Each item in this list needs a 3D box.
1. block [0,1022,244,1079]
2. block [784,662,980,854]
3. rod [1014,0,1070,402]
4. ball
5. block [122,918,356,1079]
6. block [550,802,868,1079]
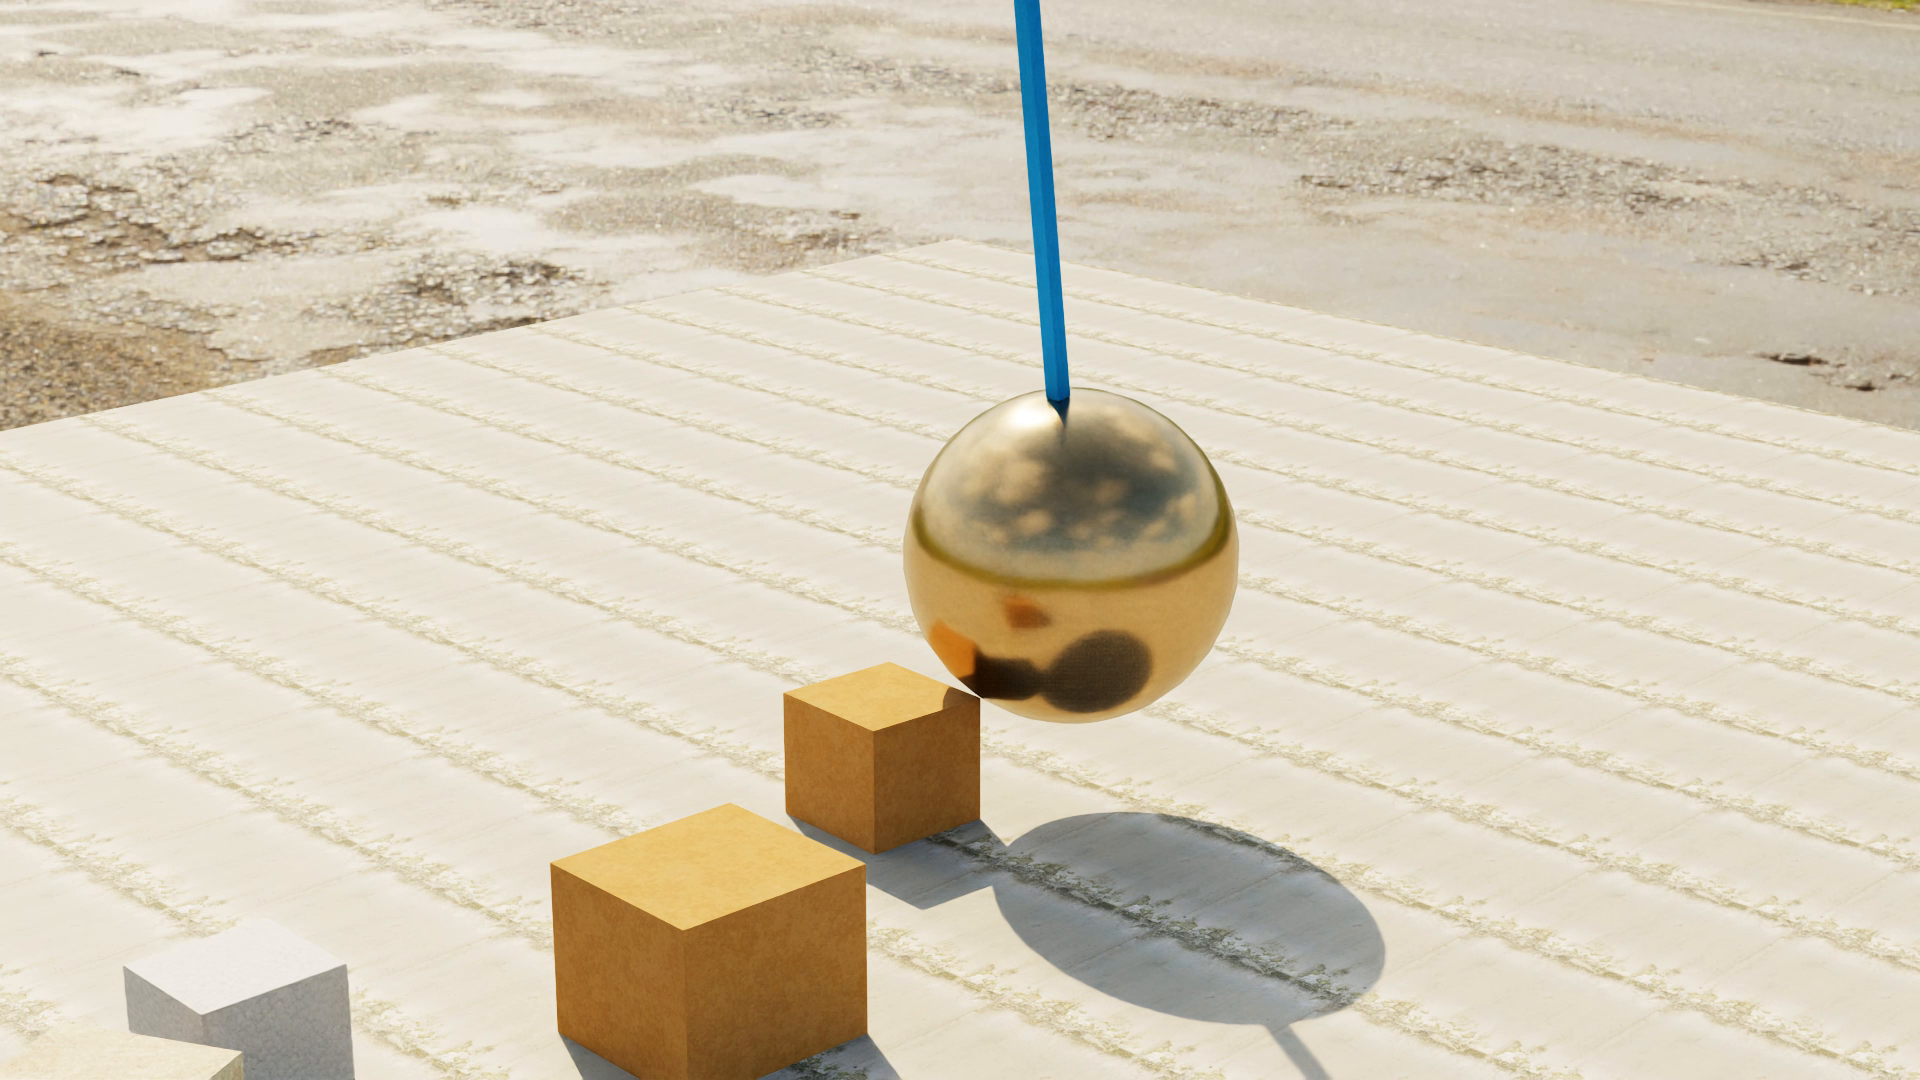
[{"bbox_3d":[-2.960,2.188,10.182,0.738,0.720,0.635,6,18,17],"label":"block"},{"bbox_3d":[-0.373,1.033,14.028,0.659,0.618,0.675,-15,23,-39],"label":"block"},{"bbox_3d":[0.228,-3.055,12.621,0.080,5.200,0.080,17,31,42],"label":"rod"},{"bbox_3d":[0.527,0.074,13.917,1.600,1.600,1.600,0,17,0],"label":"ball"},{"bbox_3d":[-2.801,1.897,11.408,0.633,0.541,0.586,-16,24,-41],"label":"block"},{"bbox_3d":[-1.009,1.650,11.842,0.920,0.750,0.869,-16,23,-40],"label":"block"}]
